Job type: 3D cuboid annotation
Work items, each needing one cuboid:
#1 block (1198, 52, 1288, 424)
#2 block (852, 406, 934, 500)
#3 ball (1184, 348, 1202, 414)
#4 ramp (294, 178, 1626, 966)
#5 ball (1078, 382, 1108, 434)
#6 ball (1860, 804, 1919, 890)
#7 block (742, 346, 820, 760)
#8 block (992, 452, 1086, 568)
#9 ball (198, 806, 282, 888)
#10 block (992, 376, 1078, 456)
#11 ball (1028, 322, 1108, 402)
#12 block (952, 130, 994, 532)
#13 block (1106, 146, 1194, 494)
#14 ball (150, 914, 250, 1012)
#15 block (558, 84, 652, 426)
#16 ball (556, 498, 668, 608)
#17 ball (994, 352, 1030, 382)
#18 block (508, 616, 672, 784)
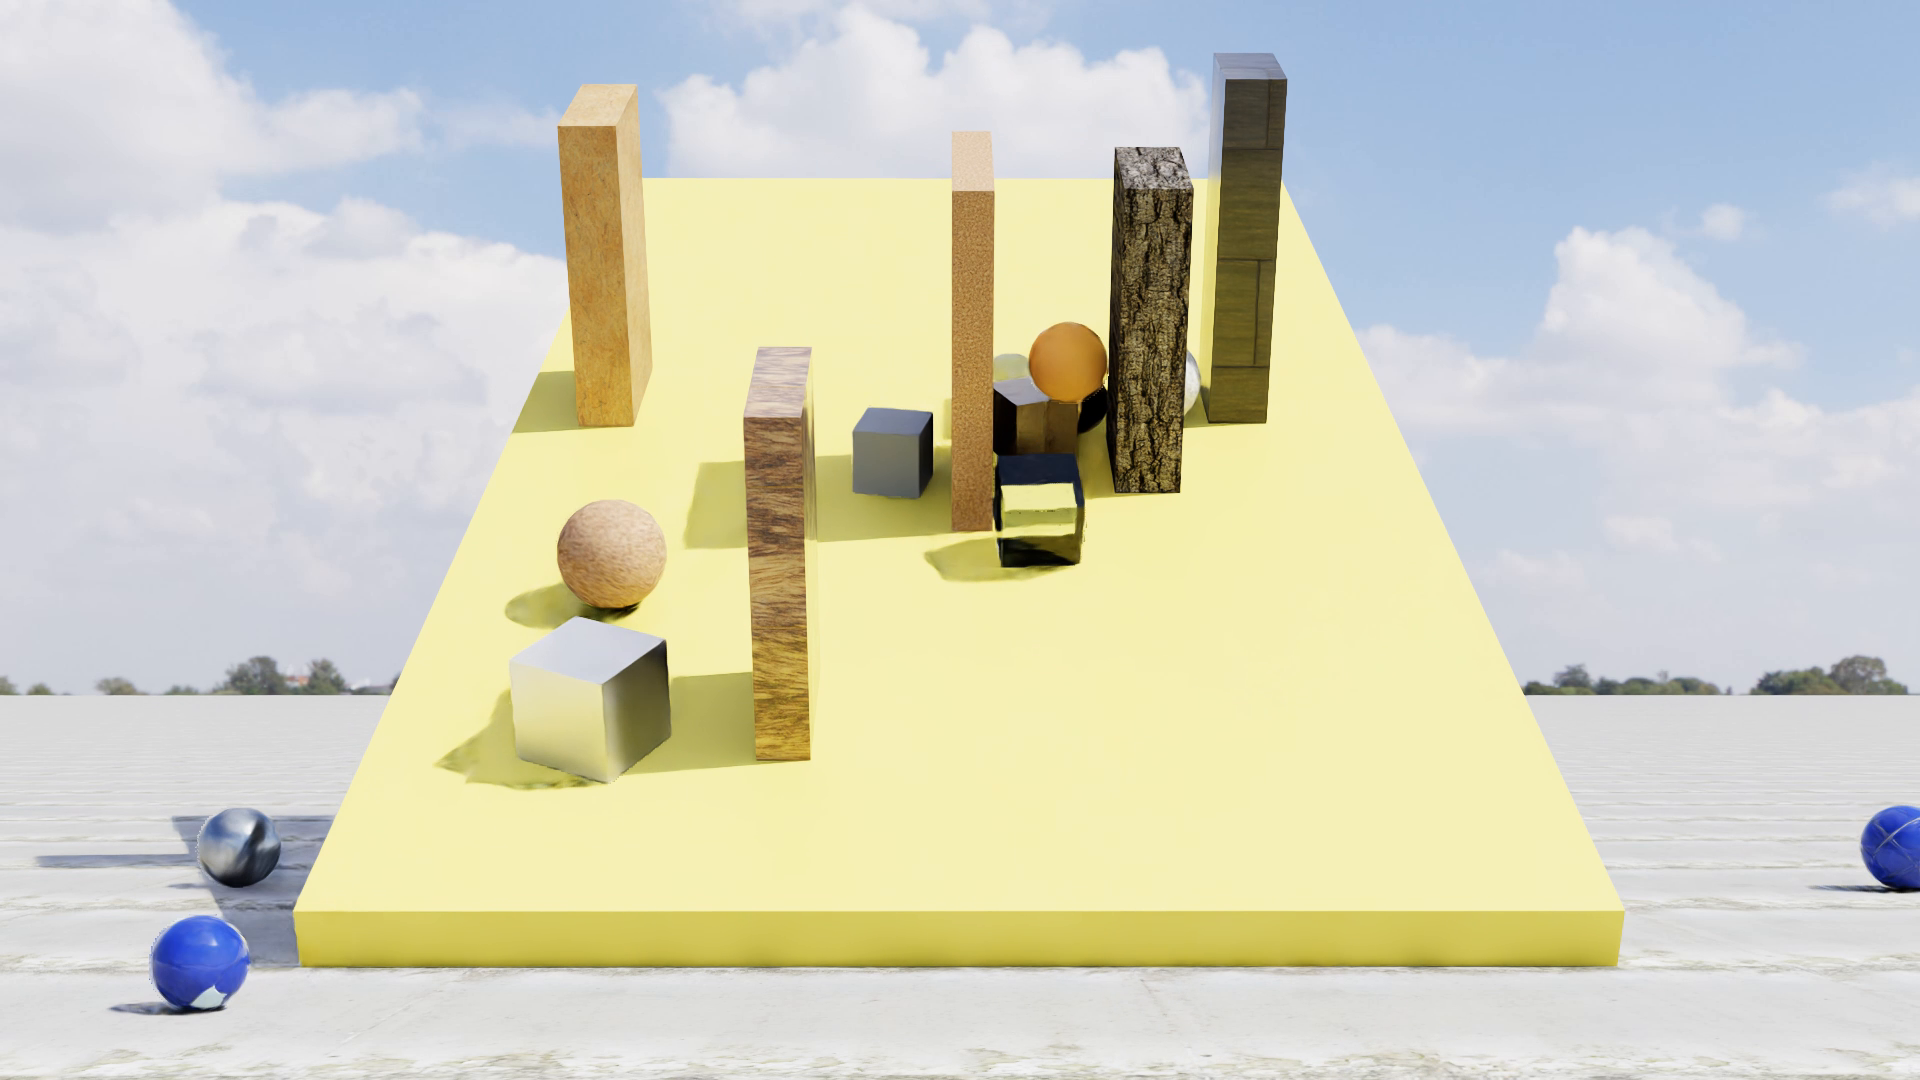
[{"bbox_3d":[0.631,-0.676,5.256,0.132,0.789,0.251,0,25,0],"label":"block"},{"bbox_3d":[-0.141,-0.186,4.958,0.143,0.143,0.143,5,25,11],"label":"block"},{"bbox_3d":[0.448,-0.361,5.282,0.195,0.195,0.195,0,-4,0],"label":"ball"},{"bbox_3d":[-0.009,-0.229,5.345,2.000,0.100,4.000,0,25,0],"label":"ramp"},{"bbox_3d":[0.261,-0.311,5.231,0.145,0.145,0.145,0,-4,0],"label":"ball"},{"bbox_3d":[1.980,0.645,4.891,0.178,0.178,0.178,0,-4,0],"label":"ball"},{"bbox_3d":[-0.296,0.021,3.932,0.091,0.618,0.325,0,25,0],"label":"block"},{"bbox_3d":[0.154,-0.059,4.609,0.156,0.156,0.156,-2,-45,-5],"label":"block"},{"bbox_3d":[-1.534,0.654,4.972,0.170,0.170,0.170,0,-4,0],"label":"ball"},{"bbox_3d":[0.158,-0.261,5.116,0.149,0.149,0.149,-11,27,-22],"label":"block"},{"bbox_3d":[0.231,-0.382,5.000,0.170,0.170,0.170,0,-4,0],"label":"ball"},{"bbox_3d":[0.024,-0.436,4.817,0.082,0.715,0.448,0,25,0],"label":"block"},{"bbox_3d":[0.397,-0.467,4.950,0.139,0.663,0.320,0,25,0],"label":"block"},{"bbox_3d":[-0.996,0.555,3.063,0.124,0.124,0.124,0,-4,0],"label":"ball"},{"bbox_3d":[-0.800,-0.649,5.307,0.125,0.692,0.375,0,25,0],"label":"block"},{"bbox_3d":[-0.658,0.026,4.413,0.208,0.208,0.208,0,-4,0],"label":"ball"},{"bbox_3d":[0.115,-0.342,5.276,0.162,0.162,0.162,0,-4,0],"label":"ball"},{"bbox_3d":[-0.618,0.266,3.914,0.186,0.186,0.186,12,27,25],"label":"block"}]
